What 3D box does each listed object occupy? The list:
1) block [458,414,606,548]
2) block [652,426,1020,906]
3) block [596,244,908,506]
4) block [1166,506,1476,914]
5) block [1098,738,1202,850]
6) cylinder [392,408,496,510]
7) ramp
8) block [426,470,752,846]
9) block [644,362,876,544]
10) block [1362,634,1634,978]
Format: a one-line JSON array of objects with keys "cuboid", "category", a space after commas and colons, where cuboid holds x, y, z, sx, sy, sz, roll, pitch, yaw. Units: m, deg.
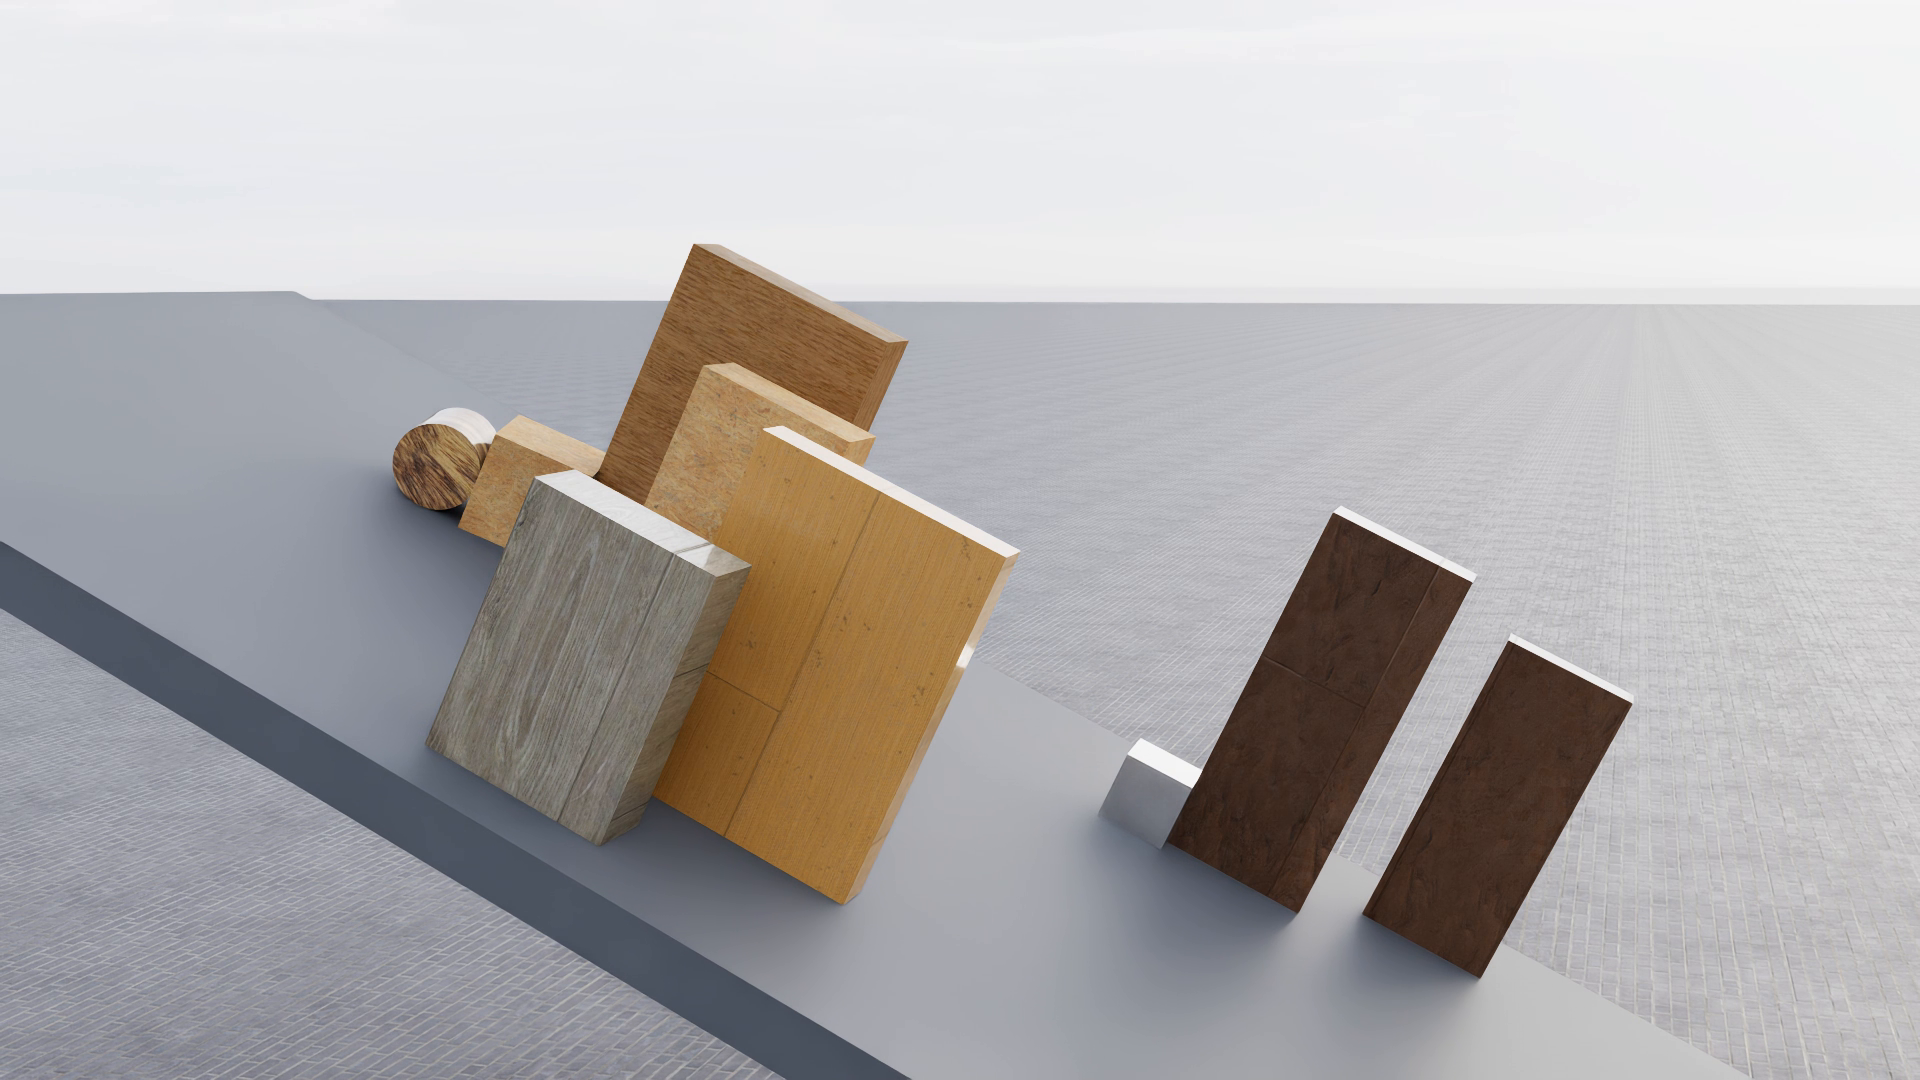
[{"cuboid": [-0.867, -0.101, 4.502, 0.210, 0.210, 0.210, 24, 13, -4], "category": "block"}, {"cuboid": [-0.238, 0.201, 3.547, 0.444, 0.635, 0.084, 28, 14, 12], "category": "block"}, {"cuboid": [-0.458, -0.176, 4.425, 0.447, 0.711, 0.127, 28, 14, 12], "category": "block"}, {"cuboid": [0.725, 0.342, 4.431, 0.300, 0.761, 0.119, 28, 14, 12], "category": "block"}, {"cuboid": [0.390, 0.518, 4.498, 0.146, 0.146, 0.146, 27, 14, 10], "category": "block"}, {"cuboid": [-1.050, -0.168, 4.505, 0.177, 0.177, 0.177, 0, 14, 2], "category": "cylinder"}, {"cuboid": [-0.260, 0.443, 4.168, 4.000, 0.100, 2.000, 28, 14, 12], "category": "ramp"}, {"cuboid": [-0.576, 0.178, 3.397, 0.328, 0.468, 0.137, 28, 14, 12], "category": "block"}, {"cuboid": [-0.428, 0.003, 4.085, 0.311, 0.579, 0.143, 28, 14, 12], "category": "block"}, {"cuboid": [1.106, 0.549, 4.538, 0.271, 0.657, 0.092, 28, 14, 12], "category": "block"}]
